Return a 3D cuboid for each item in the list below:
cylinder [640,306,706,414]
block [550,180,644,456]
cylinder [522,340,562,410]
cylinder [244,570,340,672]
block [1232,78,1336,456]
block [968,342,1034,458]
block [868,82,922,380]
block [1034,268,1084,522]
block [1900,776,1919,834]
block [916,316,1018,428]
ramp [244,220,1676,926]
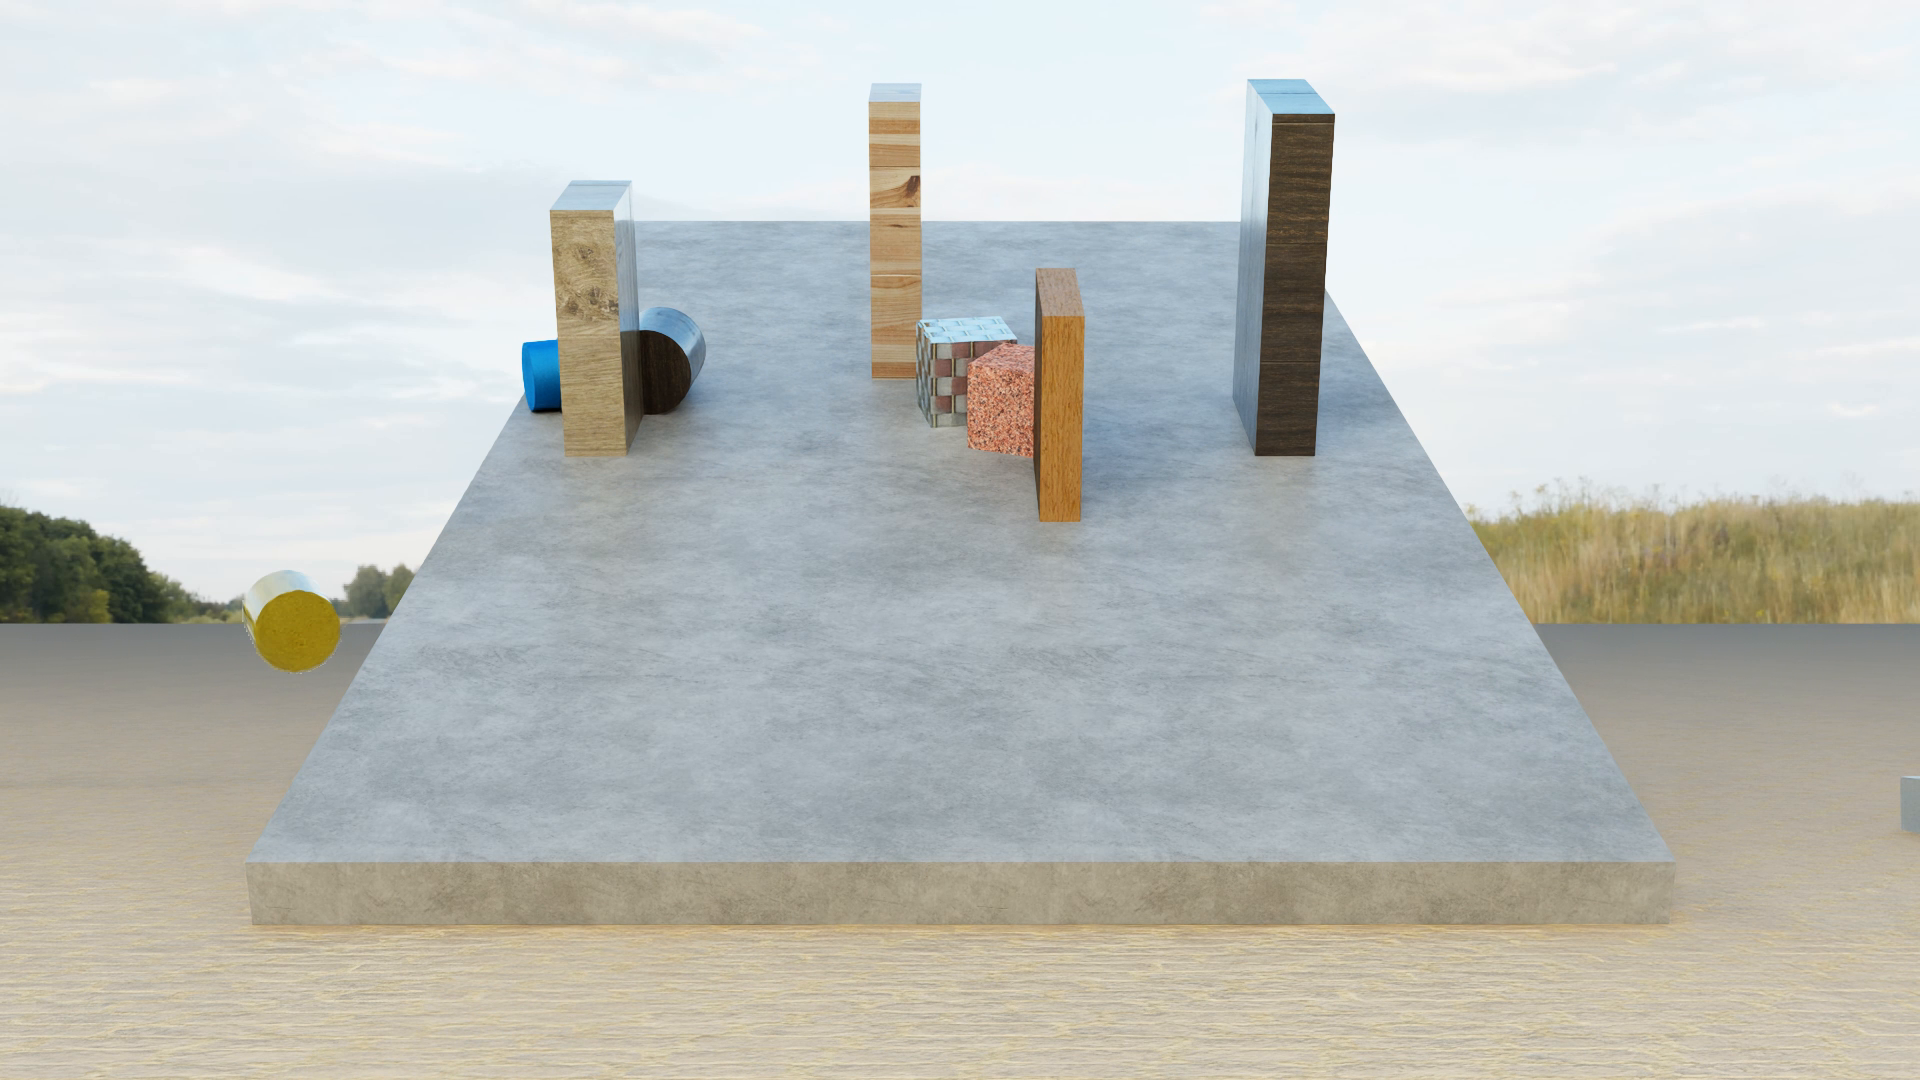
[{"bbox_3d":[-0.689,-0.407,5.159,0.197,0.197,0.197,0,21,4],"label":"cylinder"},{"bbox_3d":[-0.772,-0.476,4.871,0.130,0.530,0.293,0,21,0],"label":"block"},{"bbox_3d":[-0.896,-0.375,5.131,0.155,0.155,0.155,-7,1,-19],"label":"cylinder"},{"bbox_3d":[-1.265,0.151,4.308,0.156,0.156,0.156,1,13,-25],"label":"cylinder"},{"bbox_3d":[0.690,-0.592,4.906,0.127,0.727,0.420,0,21,0],"label":"block"},{"bbox_3d":[0.140,-0.300,4.896,0.186,0.186,0.186,10,23,24],"label":"block"},{"bbox_3d":[-0.149,-0.727,5.365,0.118,0.652,0.249,0,21,0],"label":"block"},{"bbox_3d":[0.196,-0.296,4.564,0.080,0.415,0.375,0,21,0],"label":"block"},{"bbox_3d":[1.976,0.535,4.596,0.109,0.109,0.109,0,-2,-2],"label":"block"},{"bbox_3d":[0.013,-0.377,5.088,0.193,0.193,0.193,-4,21,-10],"label":"block"},{"bbox_3d":[-0.006,-0.213,5.069,2.000,0.100,4.000,0,21,0],"label":"ramp"}]
